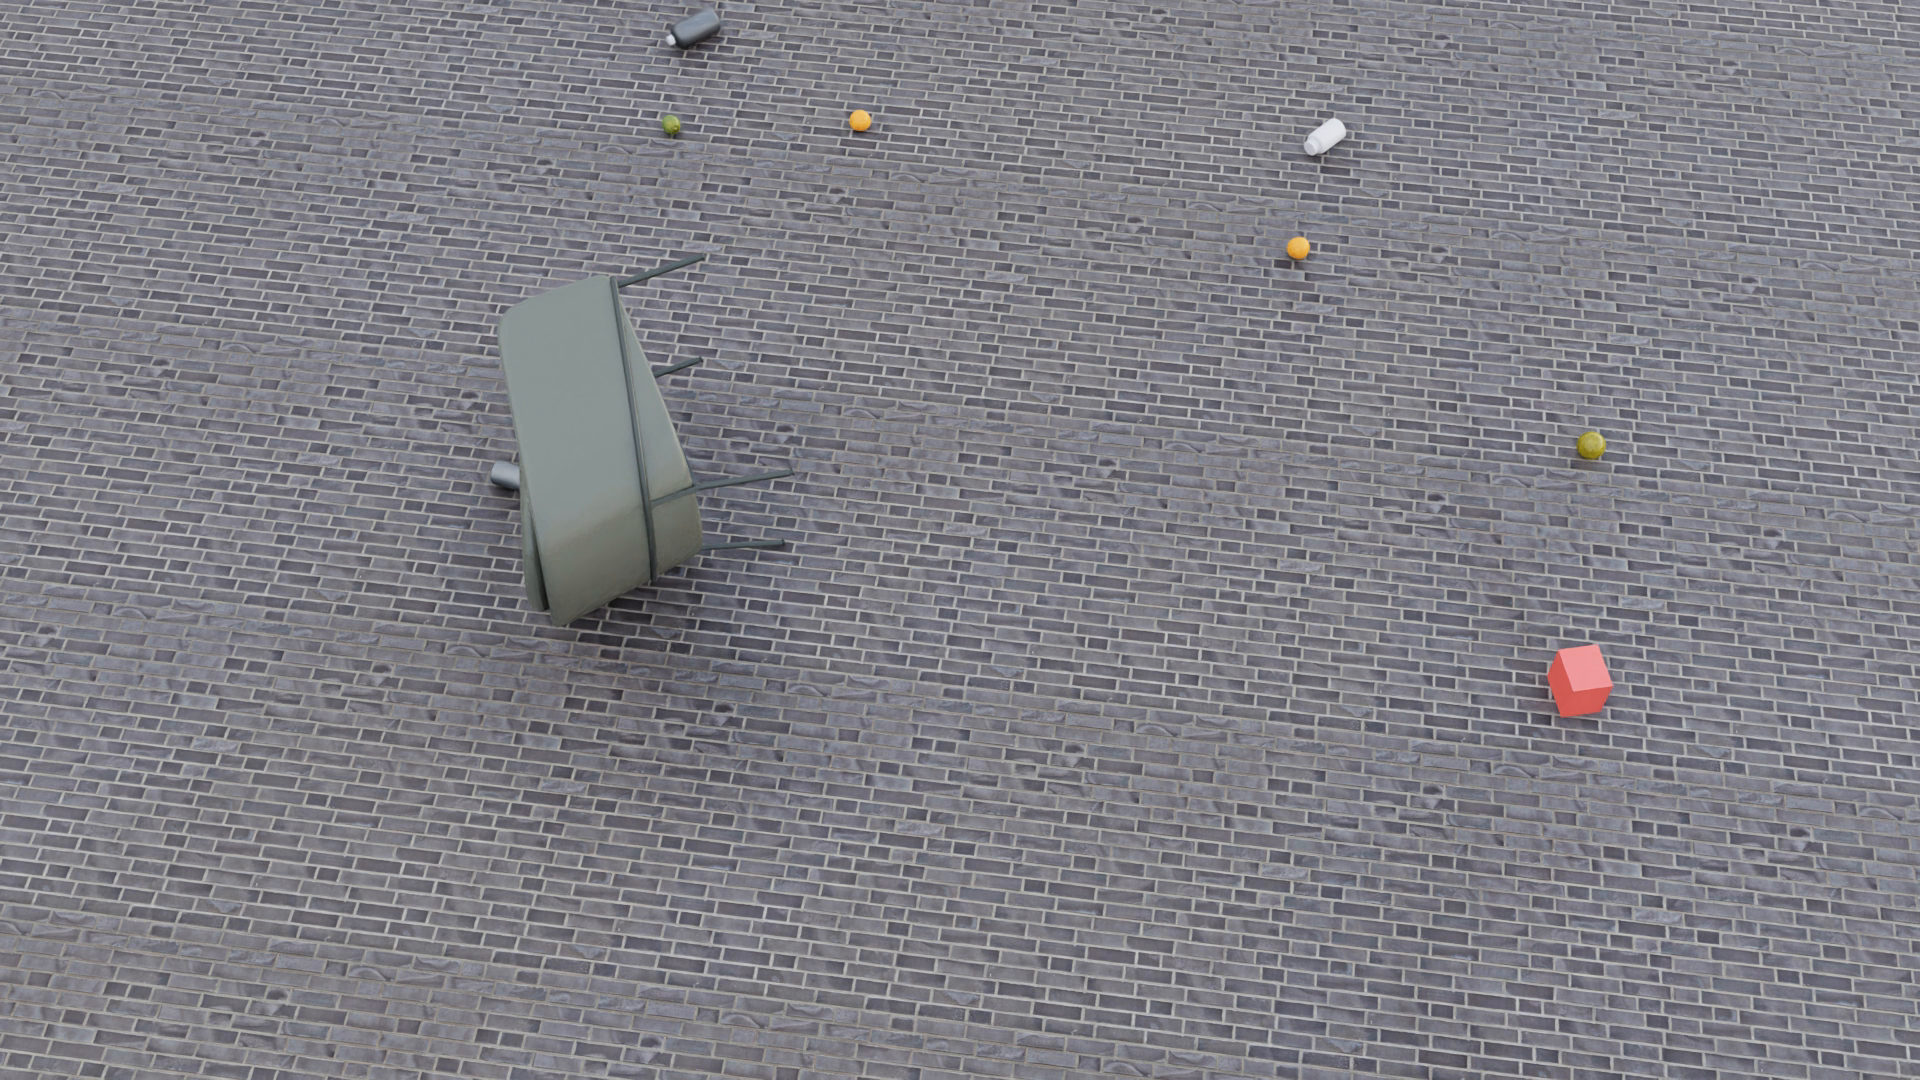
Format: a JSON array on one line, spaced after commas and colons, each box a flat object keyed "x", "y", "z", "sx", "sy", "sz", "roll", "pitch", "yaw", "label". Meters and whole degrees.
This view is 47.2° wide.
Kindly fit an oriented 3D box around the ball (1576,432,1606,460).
[{"x": 1.928, "y": -0.289, "z": 6.716, "sx": 0.086, "sy": 0.086, "sz": 0.086, "roll": 0, "pitch": 56, "yaw": 0, "label": "ball"}]

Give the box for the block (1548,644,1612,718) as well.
[{"x": 1.751, "y": 0.399, "z": 6.217, "sx": 0.115, "sy": 0.148, "sz": 0.137, "roll": -7, "pitch": 56, "yaw": -5, "label": "block"}]
